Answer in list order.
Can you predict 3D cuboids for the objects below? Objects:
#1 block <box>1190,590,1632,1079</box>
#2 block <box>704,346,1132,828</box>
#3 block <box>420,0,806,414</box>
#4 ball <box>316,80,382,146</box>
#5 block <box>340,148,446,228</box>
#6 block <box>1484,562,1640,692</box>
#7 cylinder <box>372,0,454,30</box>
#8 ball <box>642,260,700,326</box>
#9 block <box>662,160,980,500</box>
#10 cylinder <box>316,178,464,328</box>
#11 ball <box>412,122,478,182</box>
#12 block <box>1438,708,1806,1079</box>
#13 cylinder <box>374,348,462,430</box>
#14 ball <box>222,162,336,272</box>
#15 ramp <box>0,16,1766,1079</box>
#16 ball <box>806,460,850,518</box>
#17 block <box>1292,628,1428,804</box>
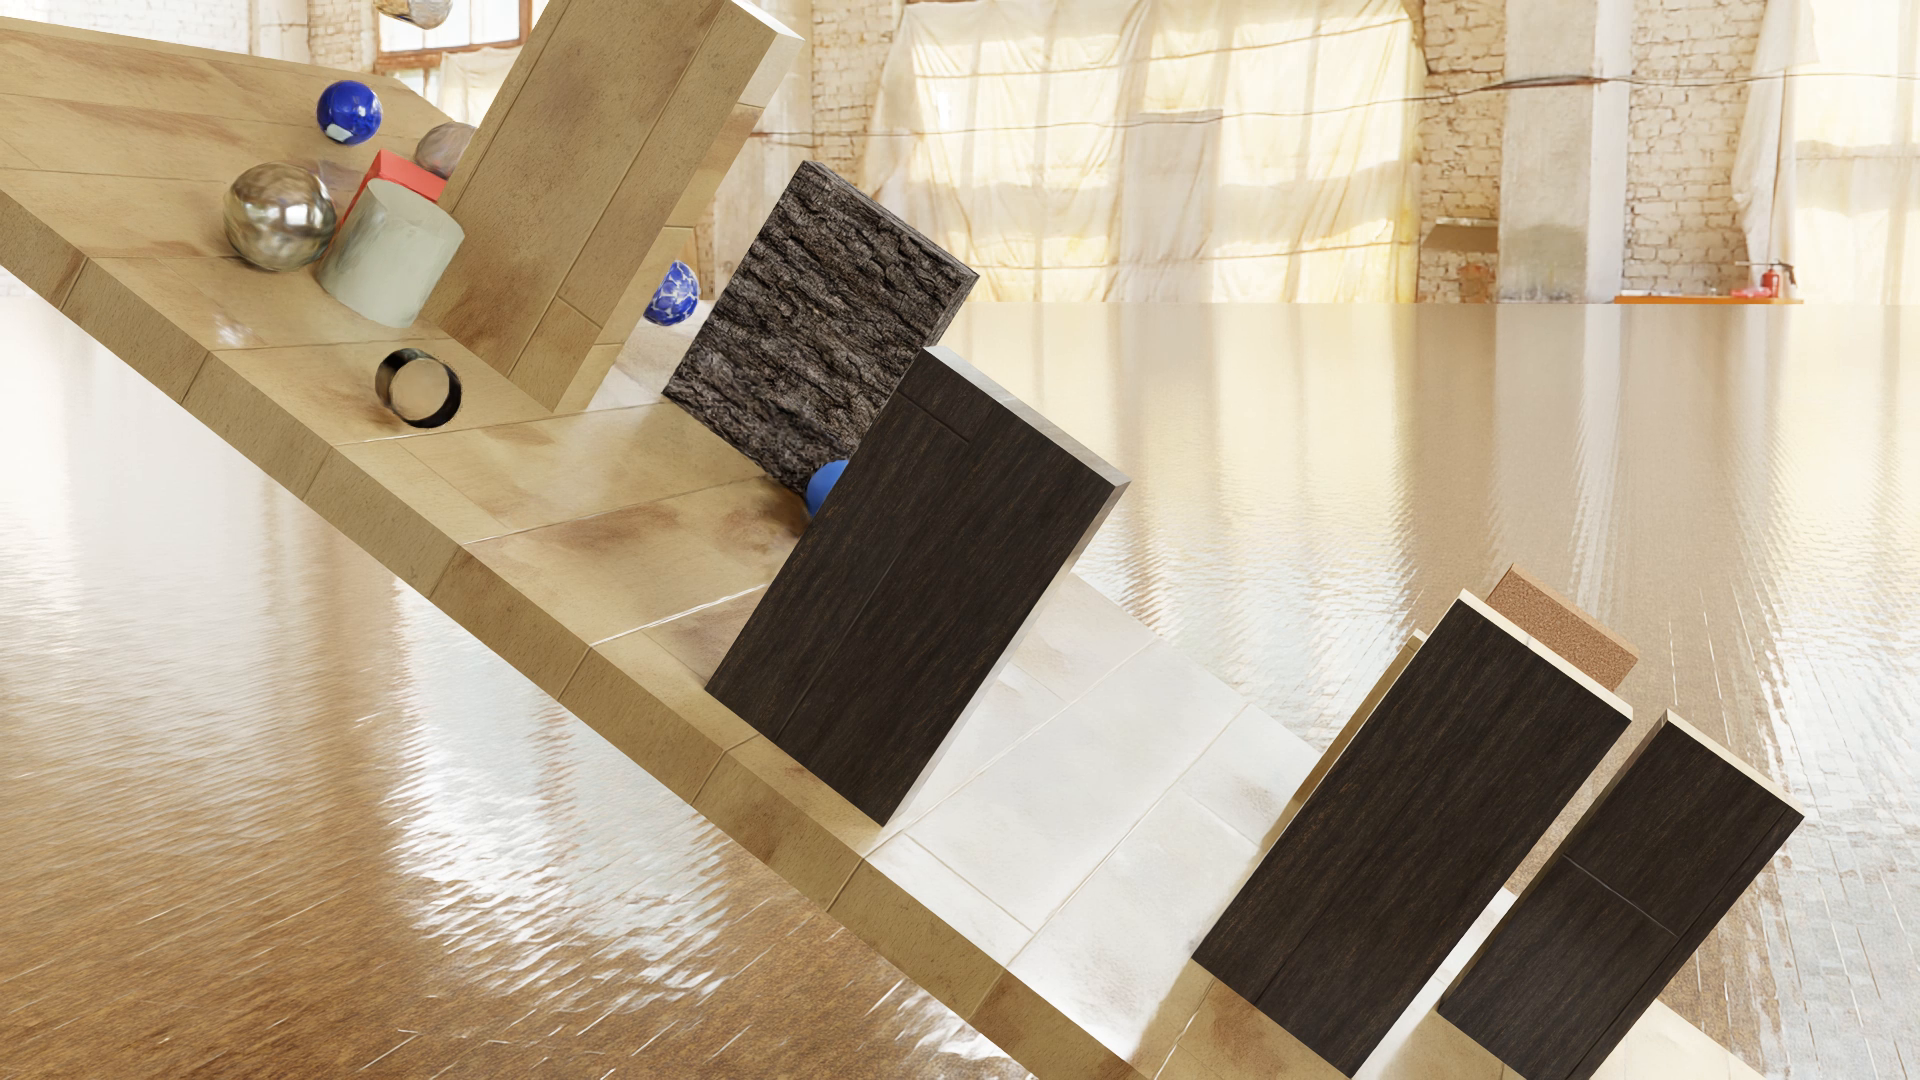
[{"bbox_3d":[0.686,0.453,3.375,0.305,0.707,0.103,36,15,10],"label":"block"},{"bbox_3d":[-0.067,0.068,3.201,0.339,0.613,0.104,36,15,10],"label":"block"},{"bbox_3d":[-0.655,-0.665,3.923,0.394,0.787,0.131,36,15,10],"label":"block"},{"bbox_3d":[-1.278,-0.894,4.601,0.135,0.135,0.135,0,7,0],"label":"ball"},{"bbox_3d":[-1.049,-0.605,4.124,0.165,0.165,0.165,27,17,-24],"label":"block"},{"bbox_3d":[1.101,0.389,4.599,0.309,0.612,0.125,36,15,10],"label":"block"},{"bbox_3d":[-1.089,-1.084,4.373,0.114,0.114,0.114,24,19,31],"label":"cylinder"},{"bbox_3d":[-0.581,-0.491,4.344,0.135,0.135,0.135,0,7,0],"label":"ball"},{"bbox_3d":[-0.278,-0.404,4.340,0.399,0.550,0.098,36,15,10],"label":"block"},{"bbox_3d":[-0.999,-0.502,3.857,0.187,0.187,0.187,32,16,-10],"label":"cylinder"},{"bbox_3d":[-0.980,-0.729,4.285,0.168,0.168,0.168,0,7,0],"label":"ball"},{"bbox_3d":[1.138,0.640,3.815,0.269,0.659,0.106,36,15,10],"label":"block"},{"bbox_3d":[-0.847,-0.237,3.438,0.108,0.108,0.108,-4,17,-29],"label":"cylinder"},{"bbox_3d":[-1.144,-0.544,3.696,0.184,0.184,0.184,0,7,0],"label":"ball"},{"bbox_3d":[-0.112,0.192,4.092,4.000,0.100,2.000,36,15,10],"label":"ramp"},{"bbox_3d":[-0.225,-0.082,4.234,0.145,0.145,0.145,0,7,0],"label":"ball"},{"bbox_3d":[0.966,0.473,4.432,0.416,0.420,0.081,36,15,10],"label":"block"}]
